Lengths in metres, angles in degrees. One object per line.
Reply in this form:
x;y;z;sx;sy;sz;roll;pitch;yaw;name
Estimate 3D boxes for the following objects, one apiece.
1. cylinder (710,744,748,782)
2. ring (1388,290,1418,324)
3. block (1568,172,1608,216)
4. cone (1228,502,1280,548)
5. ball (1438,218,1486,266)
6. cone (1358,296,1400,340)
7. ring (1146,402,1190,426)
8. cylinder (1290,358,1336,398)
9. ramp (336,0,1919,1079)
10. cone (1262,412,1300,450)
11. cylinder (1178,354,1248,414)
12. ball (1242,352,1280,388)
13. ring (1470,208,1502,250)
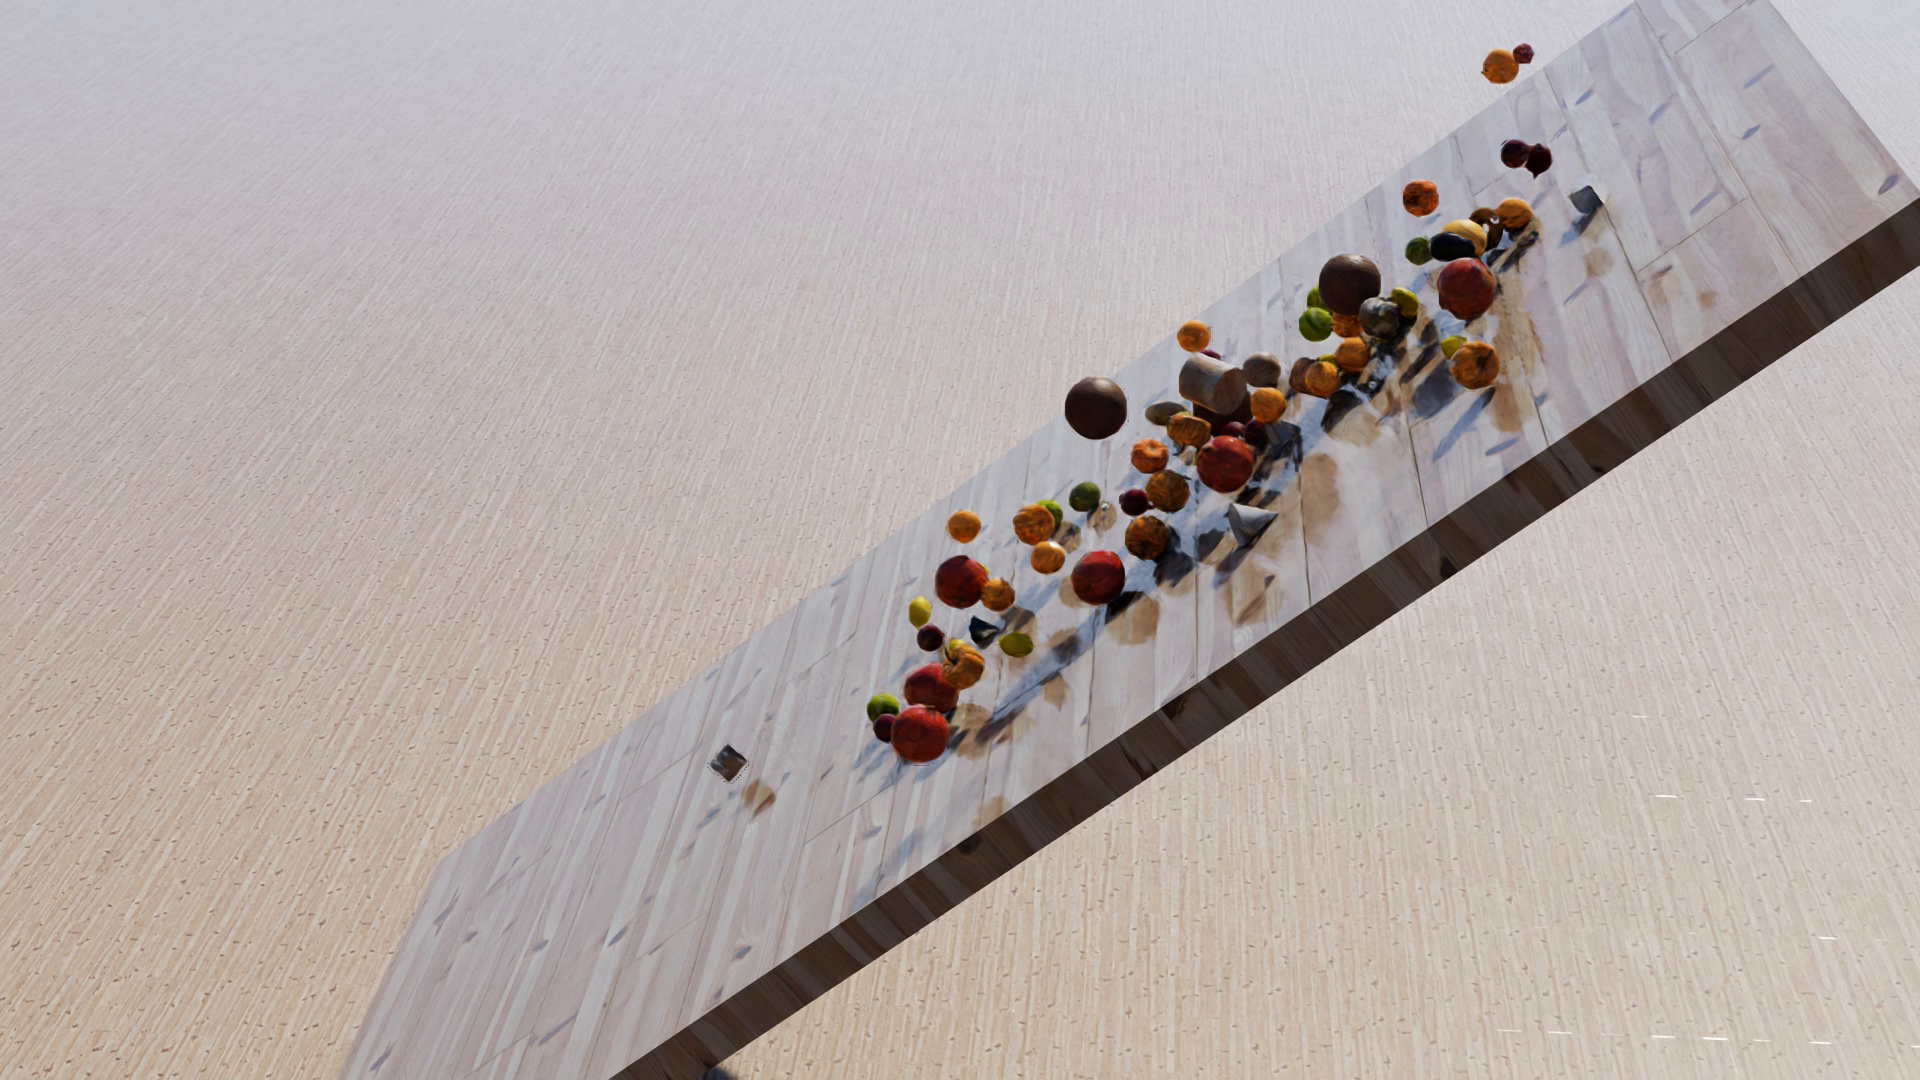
-0.519;0.499;6.589;0.062;0.062;0.062;-48;38;-7;cylinder
0.899;-0.476;6.075;0.104;0.035;0.104;-38;16;13;ring
1.240;-0.682;5.809;0.052;0.052;0.052;-29;19;36;block
0.572;-0.041;5.639;0.089;0.089;0.089;-15;26;-10;cone
1.016;-0.601;5.946;0.096;0.096;0.096;0;23;0;ball
0.862;-0.457;5.897;0.091;0.091;0.091;-11;-8;-23;cone
0.456;-0.277;6.469;0.099;0.033;0.099;2;-18;1;ring
0.718;-0.329;5.975;0.071;0.071;0.071;16;28;29;cylinder
0.123;0.183;6.335;4.000;0.100;2.000;-35;16;18;ramp
0.634;-0.233;5.951;0.075;0.075;0.075;-40;14;12;cone
0.513;-0.317;5.977;0.099;0.099;0.099;-20;33;-38;cylinder
0.644;-0.363;6.275;0.081;0.081;0.081;0;23;0;ball
1.073;-0.635;6.011;0.030;0.089;0.089;-6;22;-36;ring
